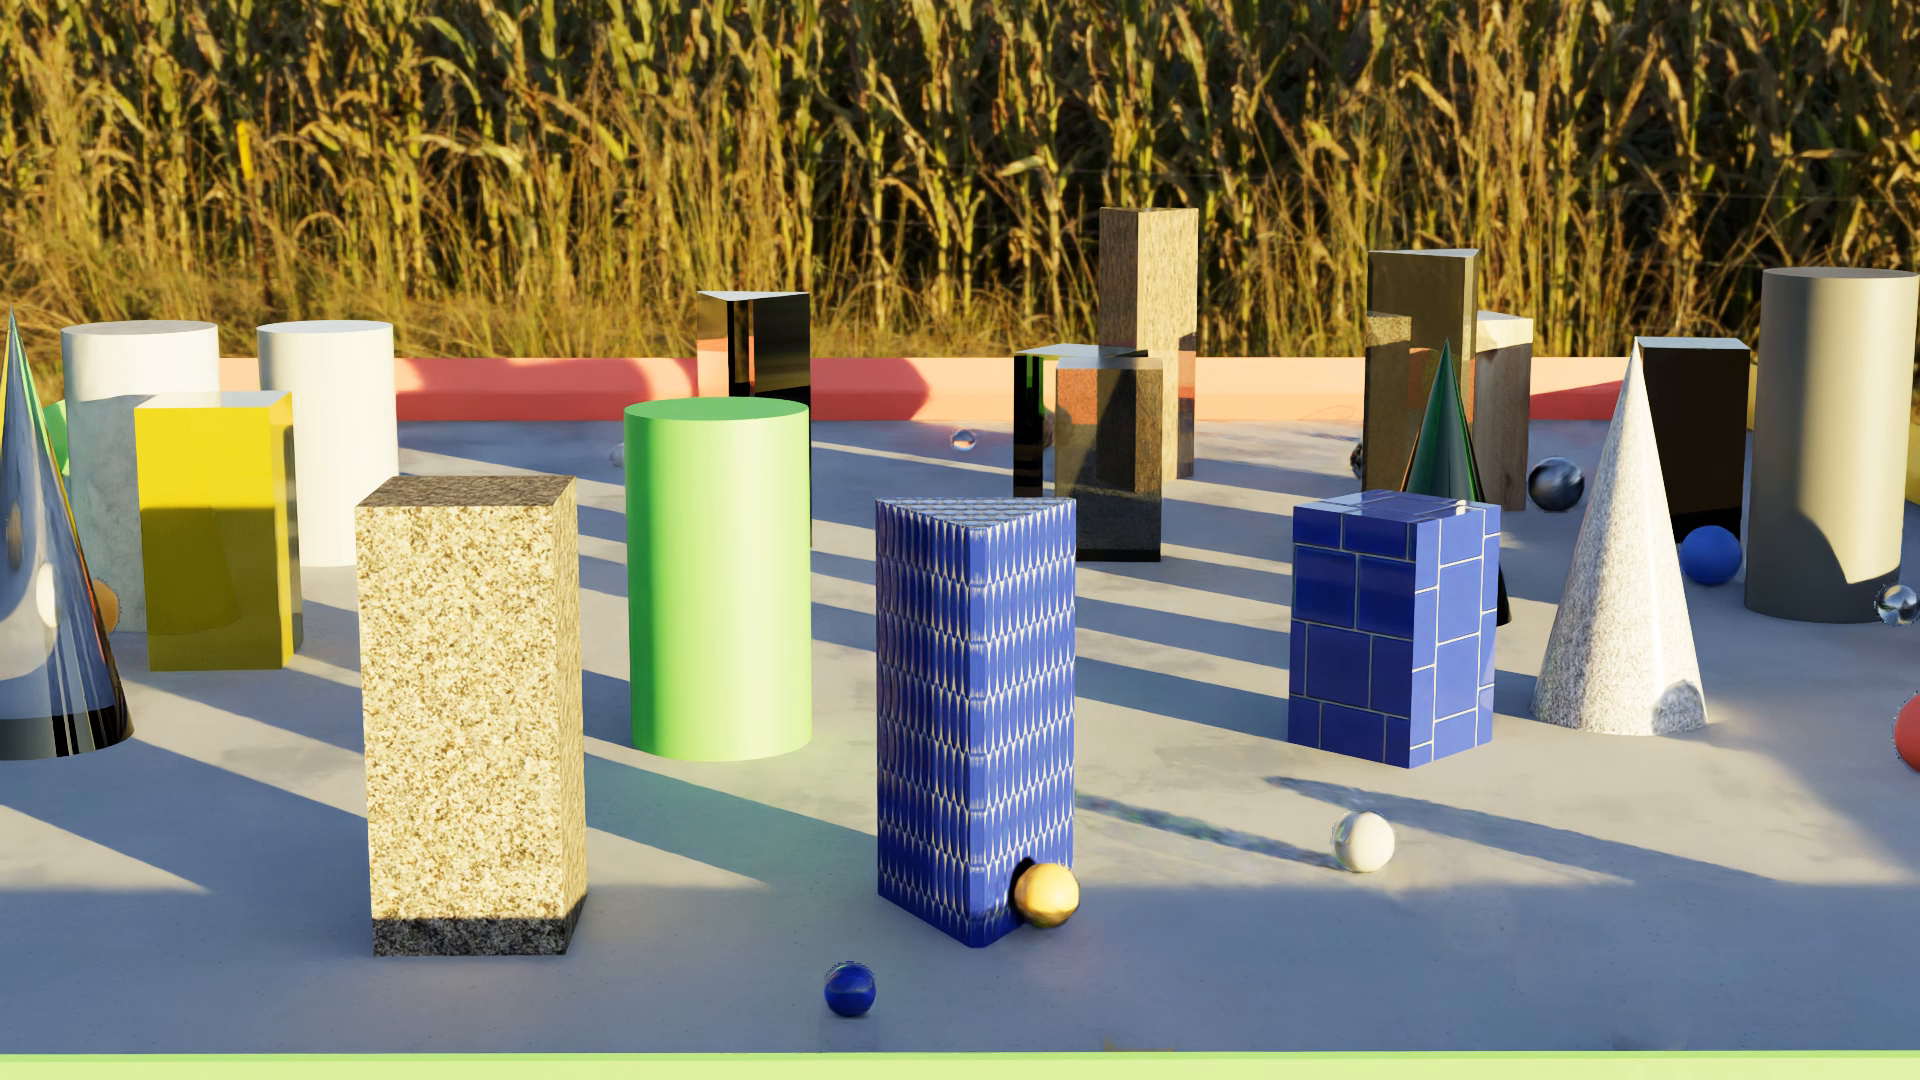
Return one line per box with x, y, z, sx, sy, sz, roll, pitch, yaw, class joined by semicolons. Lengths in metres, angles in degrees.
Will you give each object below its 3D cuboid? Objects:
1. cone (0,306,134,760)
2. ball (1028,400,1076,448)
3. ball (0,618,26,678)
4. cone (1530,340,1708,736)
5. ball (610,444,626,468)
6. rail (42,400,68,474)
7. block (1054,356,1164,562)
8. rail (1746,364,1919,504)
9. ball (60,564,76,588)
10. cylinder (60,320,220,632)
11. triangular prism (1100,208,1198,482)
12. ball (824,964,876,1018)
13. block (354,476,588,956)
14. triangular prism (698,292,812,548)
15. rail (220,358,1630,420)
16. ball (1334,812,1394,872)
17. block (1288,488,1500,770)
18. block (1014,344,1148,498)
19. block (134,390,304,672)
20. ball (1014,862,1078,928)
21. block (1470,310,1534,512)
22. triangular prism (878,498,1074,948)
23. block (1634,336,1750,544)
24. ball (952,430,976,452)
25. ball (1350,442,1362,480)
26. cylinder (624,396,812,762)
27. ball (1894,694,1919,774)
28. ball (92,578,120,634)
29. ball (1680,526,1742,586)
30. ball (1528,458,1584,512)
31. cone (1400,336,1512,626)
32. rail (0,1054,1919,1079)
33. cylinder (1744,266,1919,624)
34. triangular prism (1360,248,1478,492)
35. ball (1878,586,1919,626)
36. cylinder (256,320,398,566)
-1.010;-0.018;2.775;0.197;0.476;0.197;0;10;0;cone
0.178;-0.224;4.946;0.090;0.090;0.090;0;10;0;ball
-1.161;0.130;3.077;0.075;0.075;0.075;0;10;0;ball
0.749;-0.015;2.882;0.197;0.430;0.197;0;10;0;cone
-0.619;-0.153;4.692;0.044;0.044;0.044;0;10;0;ball
-1.592;0.035;3.440;0.045;0.128;3.797;0;10;0;rail
0.225;-0.123;3.862;0.158;0.287;0.158;1;11;4;block
1.592;0.031;3.458;0.045;0.128;3.797;0;10;0;rail
-1.191;0.059;3.483;0.056;0.056;0.056;0;10;0;ball
-1.077;-0.089;3.402;0.197;0.387;0.197;0;10;0;cylinder
0.307;-0.347;4.547;0.148;0.477;0.171;8;13;38;triangular prism
-0.085;0.349;1.988;0.041;0.041;0.041;0;10;0;ball
-0.408;0.144;2.168;0.158;0.377;0.158;0;10;-1;block
-0.338;-0.176;3.865;0.148;0.389;0.171;8;13;38;triangular prism
-0.011;-0.308;5.292;3.232;0.128;0.045;0;10;0;rail
0.369;0.276;2.343;0.056;0.056;0.056;0;10;0;ball
0.469;0.092;2.773;0.158;0.261;0.158;10;14;43;block
0.194;-0.166;4.118;0.158;0.277;0.158;7;12;31;block
-0.913;-0.014;3.174;0.158;0.323;0.158;-1;11;-5;block
0.073;0.301;2.176;0.055;0.055;0.055;0;10;0;ball
0.837;-0.215;4.272;0.158;0.317;0.158;-3;11;-18;block
0.035;0.146;2.220;0.148;0.356;0.171;-6;12;-30;triangular prism
1.133;-0.157;4.004;0.158;0.302;0.158;2;11;9;block
0.008;-0.189;4.885;0.044;0.044;0.044;0;10;0;ball
0.728;-0.140;4.527;0.078;0.078;0.078;0;10;0;ball
-0.261;0.038;2.782;0.197;0.364;0.197;0;10;0;cylinder
1.013;0.200;2.646;0.093;0.093;0.093;0;10;0;ball
-1.115;0.090;3.268;0.084;0.084;0.084;0;10;0;ball
1.062;0.022;3.631;0.086;0.086;0.086;0;10;0;ball
0.979;-0.091;4.214;0.091;0.091;0.091;0;10;0;ball
0.641;-0.084;3.407;0.197;0.375;0.197;0;10;0;cone
0.011;0.374;1.605;3.232;0.128;0.045;0;10;0;rail
1.167;-0.131;3.442;0.197;0.455;0.197;0;10;0;cylinder
0.691;-0.180;3.675;0.171;0.466;0.148;10;15;44;triangular prism
1.233;0.087;3.368;0.054;0.054;0.054;0;10;0;ball
-0.942;-0.148;3.839;0.197;0.344;0.197;0;10;0;cylinder
